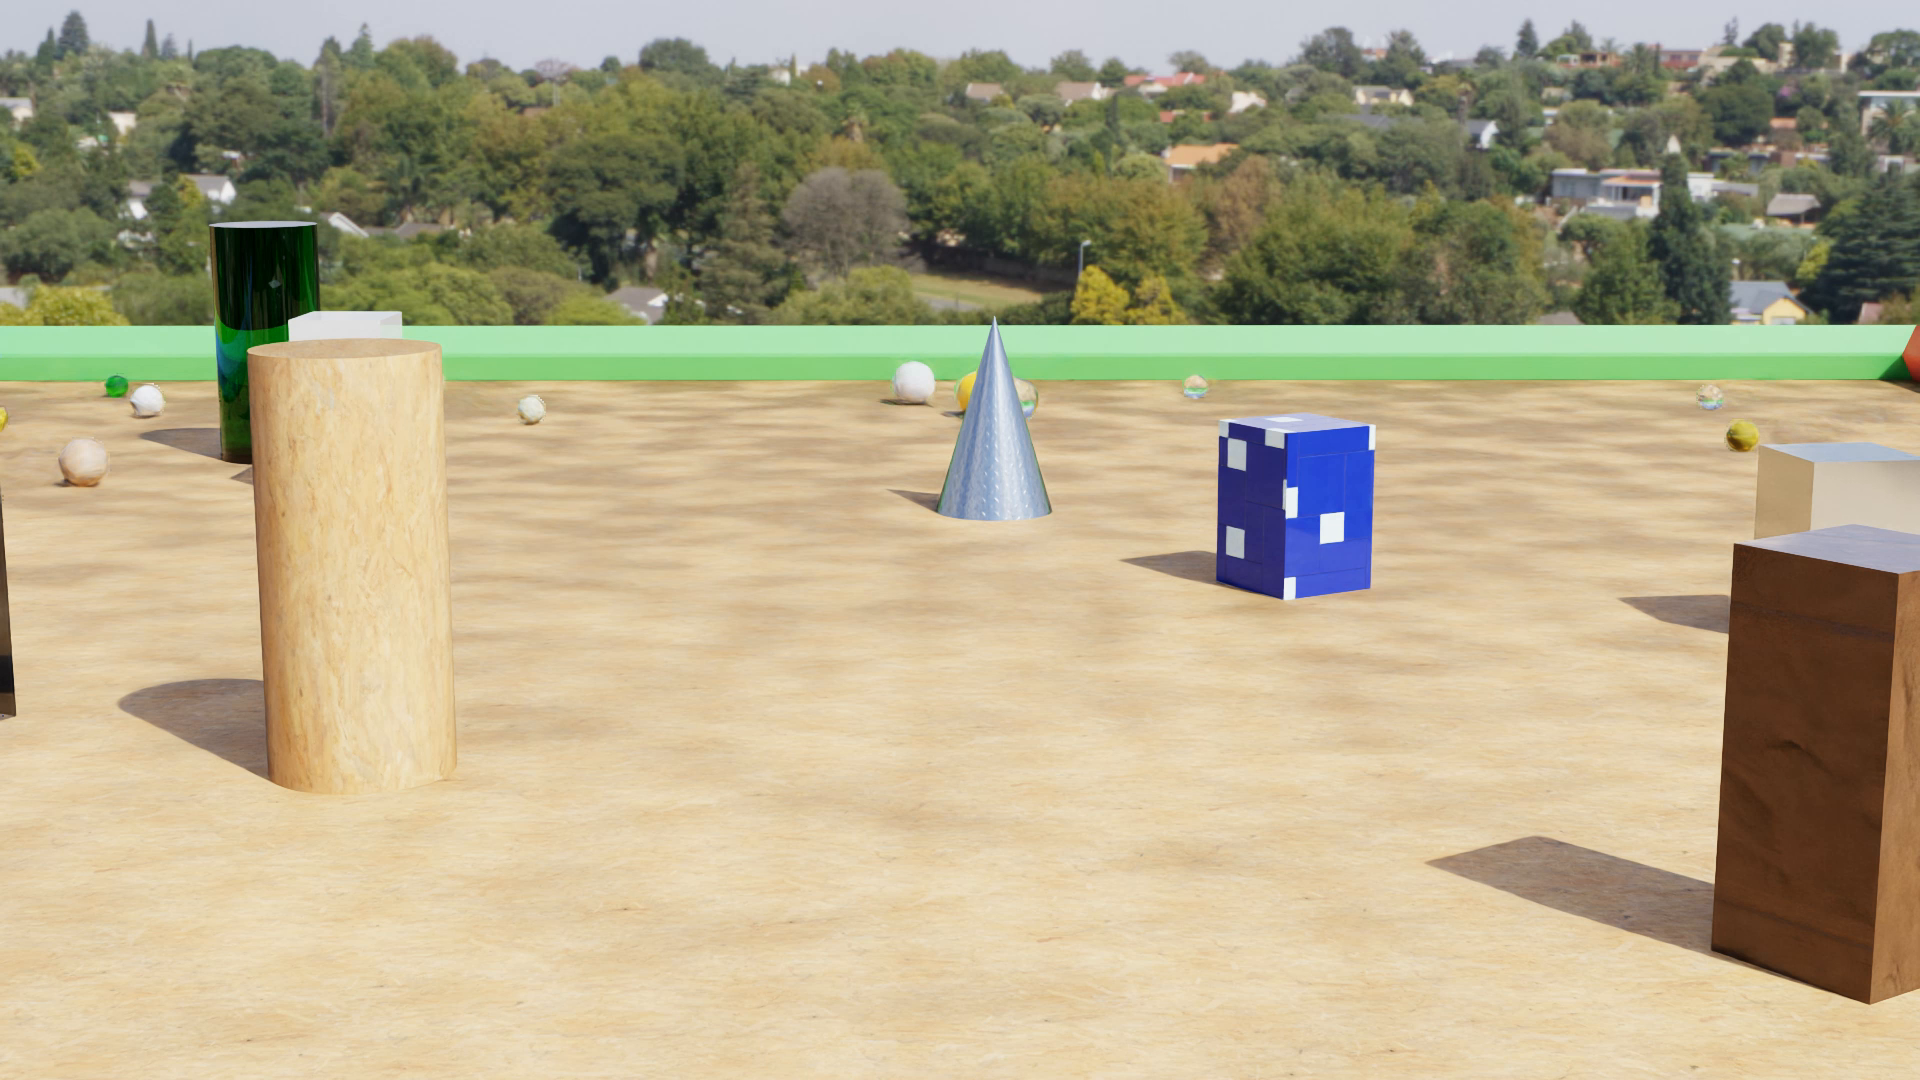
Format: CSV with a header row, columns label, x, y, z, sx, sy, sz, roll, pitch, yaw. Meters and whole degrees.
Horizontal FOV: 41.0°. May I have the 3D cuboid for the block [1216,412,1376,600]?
label,x,y,z,sx,sy,sz,roll,pitch,yaw
block,0.471,-0.050,3.608,0.154,0.231,0.154,-6,12,-31

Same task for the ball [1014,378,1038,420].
label,x,y,z,sx,sy,sz,roll,pitch,yaw
ball,0.118,-0.288,5.277,0.090,0.090,0.090,0,11,0

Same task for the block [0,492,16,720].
label,x,y,z,sx,sy,sz,roll,pitch,yaw
block,-1.170,0.073,2.842,0.154,0.269,0.154,5,12,27

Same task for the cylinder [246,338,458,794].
label,x,y,z,sx,sy,sz,roll,pitch,yaw
cylinder,-0.624,0.022,2.643,0.193,0.441,0.193,0,11,0

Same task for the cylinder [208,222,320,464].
label,x,y,z,sx,sy,sz,roll,pitch,yaw
cylinder,-1.285,-0.369,4.770,0.193,0.433,0.193,0,11,0

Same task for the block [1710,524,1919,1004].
label,x,y,z,sx,sy,sz,roll,pitch,yaw
block,0.732,0.175,2.084,0.154,0.345,0.154,-7,13,-34

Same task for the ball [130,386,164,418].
label,x,y,z,sx,sy,sz,roll,pitch,yaw
ball,-1.691,-0.288,5.338,0.066,0.066,0.066,0,11,0

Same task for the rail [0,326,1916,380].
label,x,y,z,sx,sy,sz,roll,pitch,yaw
rail,-0.015,-0.431,5.940,4.480,0.125,0.045,0,11,0

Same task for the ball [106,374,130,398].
label,x,y,z,sx,sy,sz,roll,pitch,yaw
ball,-1.860,-0.339,5.660,0.050,0.050,0.050,0,11,0

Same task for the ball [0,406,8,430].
label,x,y,z,sx,sy,sz,roll,pitch,yaw
ball,-1.929,-0.242,5.119,0.057,0.057,0.057,0,11,0

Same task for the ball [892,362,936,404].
label,x,y,z,sx,sy,sz,roll,pitch,yaw
ball,-0.100,-0.340,5.544,0.093,0.093,0.093,0,11,0

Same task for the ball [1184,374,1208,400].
label,x,y,z,sx,sy,sz,roll,pitch,yaw
ball,0.517,-0.336,5.634,0.054,0.054,0.054,0,11,0

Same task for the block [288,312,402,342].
label,x,y,z,sx,sy,sz,roll,pitch,yaw
block,-1.047,-0.234,4.401,0.154,0.302,0.154,0,11,1

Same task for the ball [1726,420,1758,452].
label,x,y,z,sx,sy,sz,roll,pitch,yaw
ball,1.485,-0.197,4.867,0.060,0.060,0.060,0,11,0

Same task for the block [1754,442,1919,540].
label,x,y,z,sx,sy,sz,roll,pitch,yaw
block,1.128,0.004,3.297,0.154,0.238,0.154,-2,11,-8

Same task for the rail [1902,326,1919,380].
label,x,y,z,sx,sy,sz,roll,pitch,yaw
rail,2.216,0.030,3.462,0.045,0.125,5.115,0,11,0

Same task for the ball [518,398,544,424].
label,x,y,z,sx,sy,sz,roll,pitch,yaw
ball,-0.878,-0.264,5.245,0.054,0.054,0.054,0,11,0

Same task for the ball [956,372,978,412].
label,x,y,z,sx,sy,sz,roll,pitch,yaw
ball,0.041,-0.304,5.340,0.096,0.096,0.096,0,11,0

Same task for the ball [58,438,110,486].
label,x,y,z,sx,sy,sz,roll,pitch,yaw
ball,-1.526,-0.135,4.468,0.083,0.083,0.083,0,11,0

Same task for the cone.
label,x,y,z,sx,sy,sz,roll,pitch,yaw
cone,0.056,-0.207,4.201,0.193,0.323,0.193,0,11,0

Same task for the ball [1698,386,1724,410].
label,x,y,z,sx,sy,sz,roll,pitch,yaw
ball,1.596,-0.301,5.448,0.052,0.052,0.052,0,11,0
